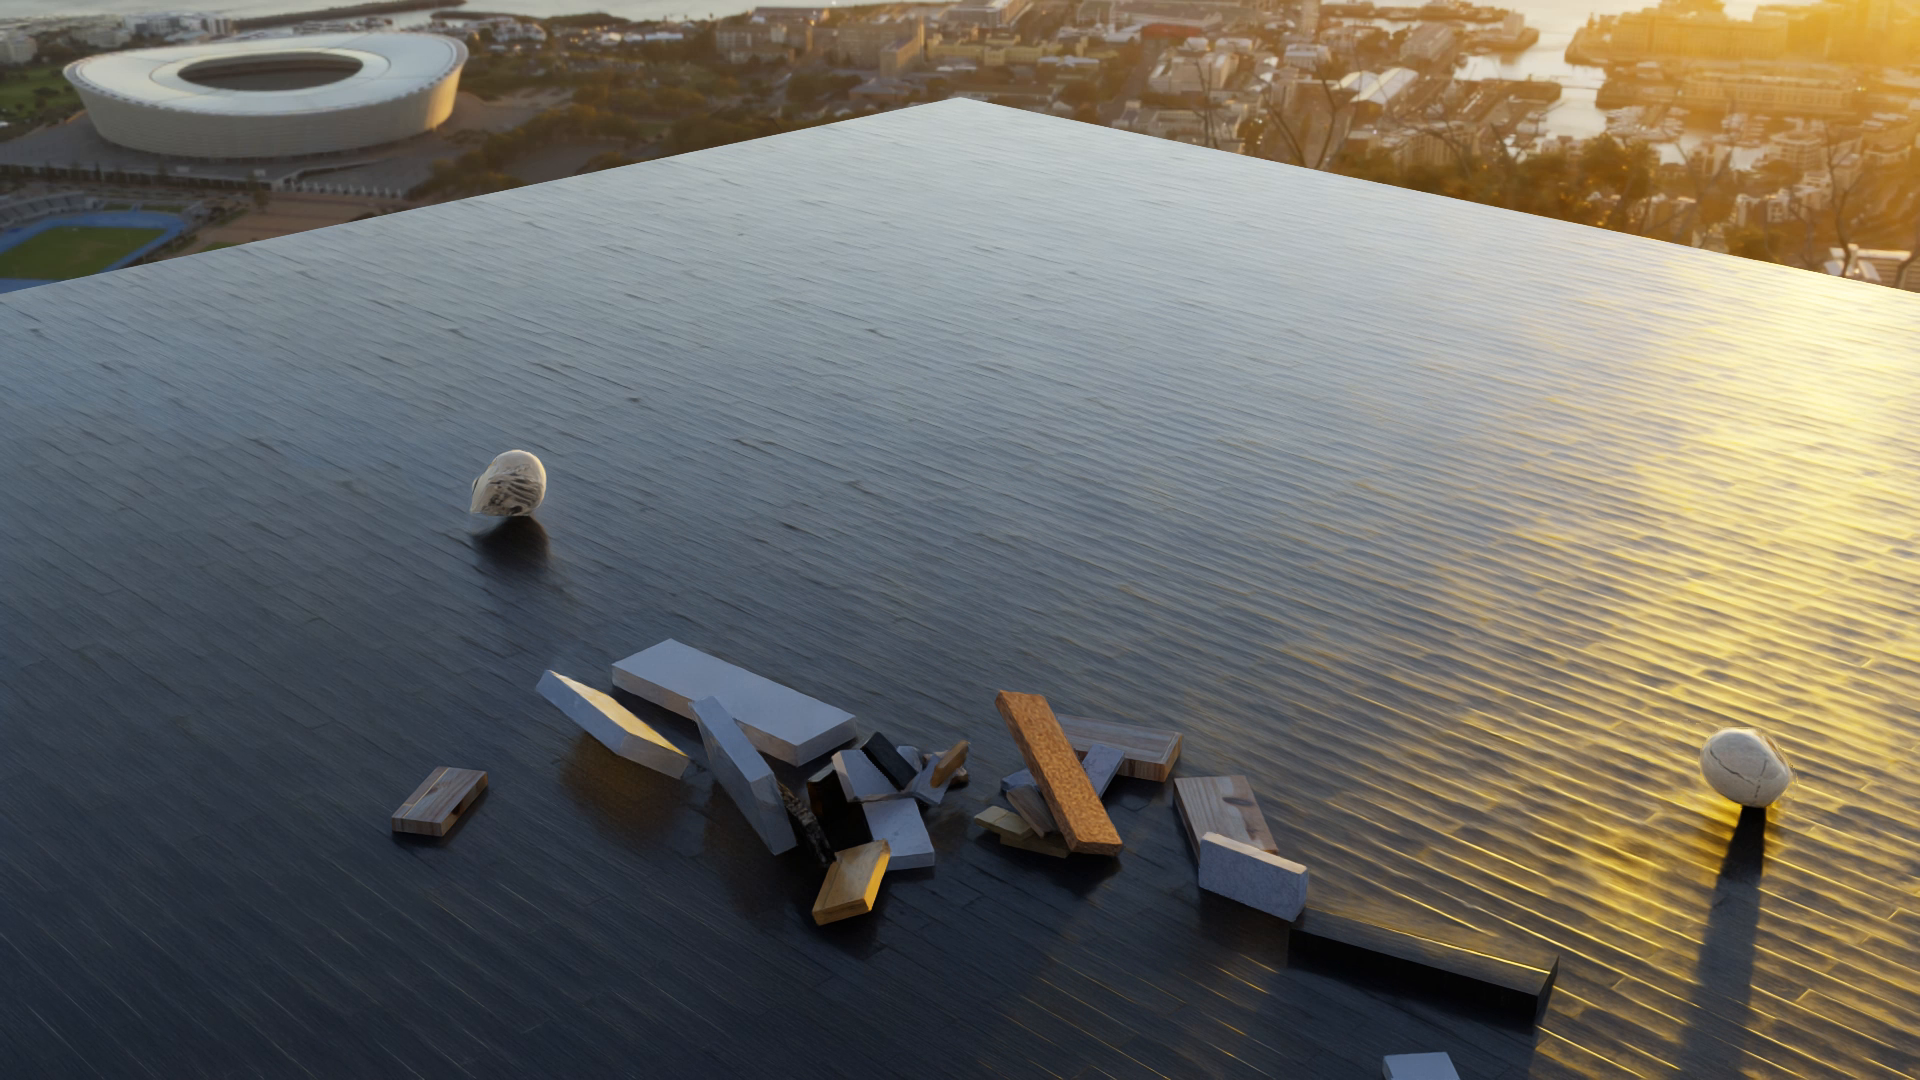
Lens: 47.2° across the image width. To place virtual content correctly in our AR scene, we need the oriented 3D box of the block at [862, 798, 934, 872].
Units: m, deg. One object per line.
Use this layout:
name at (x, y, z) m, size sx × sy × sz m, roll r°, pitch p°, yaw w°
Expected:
block at (-0.124, 0.582, 4.351) m, size 0.108 × 0.031 × 0.216 m, roll -5°, pitch 23°, yaw -11°

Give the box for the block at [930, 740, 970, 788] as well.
block at (-0.021, 0.456, 4.483) m, size 0.016 × 0.056 × 0.113 m, roll 29°, pitch 36°, yaw 18°

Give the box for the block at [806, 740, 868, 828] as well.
block at (-0.234, 0.493, 4.464) m, size 0.029 × 0.101 × 0.203 m, roll 3°, pitch 21°, yaw 33°

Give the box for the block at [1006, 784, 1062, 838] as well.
block at (0.149, 0.537, 4.353) m, size 0.059 × 0.017 × 0.119 m, roll -11°, pitch 48°, yaw -43°

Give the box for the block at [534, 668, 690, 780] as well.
block at (-0.737, 0.388, 4.656) m, size 0.180 × 0.051 × 0.359 m, roll 30°, pitch -2°, yaw -42°

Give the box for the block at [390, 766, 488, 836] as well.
block at (-1.057, 0.530, 4.473) m, size 0.108 × 0.031 × 0.216 m, roll 5°, pitch 24°, yaw 12°

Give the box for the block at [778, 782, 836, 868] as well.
block at (-0.307, 0.554, 4.292) m, size 0.029 × 0.101 × 0.203 m, roll -29°, pitch 24°, yaw -15°

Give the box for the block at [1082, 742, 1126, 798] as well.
block at (0.281, 0.481, 4.545) m, size 0.069 × 0.020 × 0.139 m, roll 14°, pitch 44°, yaw 24°

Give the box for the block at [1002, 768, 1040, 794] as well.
block at (0.159, 0.495, 4.568) m, size 0.139 × 0.020 × 0.069 m, roll -20°, pitch 30°, yaw -39°

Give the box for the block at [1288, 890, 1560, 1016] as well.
block at (0.833, 0.740, 3.964) m, size 0.453 × 0.042 × 0.148 m, roll 12°, pitch 26°, yaw 26°

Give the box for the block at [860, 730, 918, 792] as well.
block at (-0.144, 0.448, 4.460) m, size 0.119 × 0.017 × 0.059 m, roll 48°, pitch 38°, yaw -1°

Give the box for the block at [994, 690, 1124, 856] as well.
block at (0.196, 0.465, 4.432) m, size 0.107 × 0.030 × 0.445 m, roll 9°, pitch 33°, yaw -30°

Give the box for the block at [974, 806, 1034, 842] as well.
block at (0.093, 0.562, 4.363) m, size 0.119 × 0.017 × 0.059 m, roll 16°, pitch 29°, yaw 39°

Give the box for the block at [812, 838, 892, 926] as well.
block at (-0.203, 0.644, 4.153) m, size 0.108 × 0.031 × 0.216 m, roll -18°, pitch 19°, yaw 16°

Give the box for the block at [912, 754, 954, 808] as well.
block at (-0.052, 0.494, 4.500) m, size 0.056 × 0.016 × 0.113 m, roll 29°, pitch 41°, yaw -1°

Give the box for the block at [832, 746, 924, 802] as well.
block at (-0.159, 0.474, 4.461) m, size 0.202 × 0.029 × 0.101 m, roll 1°, pitch 58°, yaw -43°

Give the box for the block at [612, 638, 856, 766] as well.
block at (-0.506, 0.353, 4.863) m, size 0.590 × 0.051 × 0.180 m, roll 19°, pitch 29°, yaw 37°

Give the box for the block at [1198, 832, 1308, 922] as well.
block at (0.550, 0.633, 4.131) m, size 0.214 × 0.107 × 0.030 m, roll 17°, pitch 28°, yaw 34°

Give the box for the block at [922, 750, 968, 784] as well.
block at (-0.031, 0.478, 4.613) m, size 0.056 × 0.016 × 0.113 m, roll -10°, pitch 25°, yaw -21°

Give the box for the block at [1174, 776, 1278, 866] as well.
block at (0.526, 0.562, 4.382) m, size 0.148 × 0.042 × 0.295 m, roll -2°, pitch 23°, yaw -5°

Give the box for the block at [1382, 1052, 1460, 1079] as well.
block at (0.769, 0.912, 3.573) m, size 0.107 × 0.030 × 0.214 m, roll -2°, pitch 23°, yaw -5°

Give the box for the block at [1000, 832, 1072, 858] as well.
block at (0.157, 0.590, 4.345) m, size 0.139 × 0.020 × 0.069 m, roll 10°, pitch 25°, yaw 22°

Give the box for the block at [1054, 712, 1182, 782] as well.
block at (0.309, 0.438, 4.674) m, size 0.295 × 0.042 × 0.148 m, roll 8°, pitch 24°, yaw 18°

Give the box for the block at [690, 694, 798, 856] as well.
block at (-0.436, 0.469, 4.417) m, size 0.051 × 0.180 × 0.359 m, roll -24°, pitch 30°, yaw -16°
